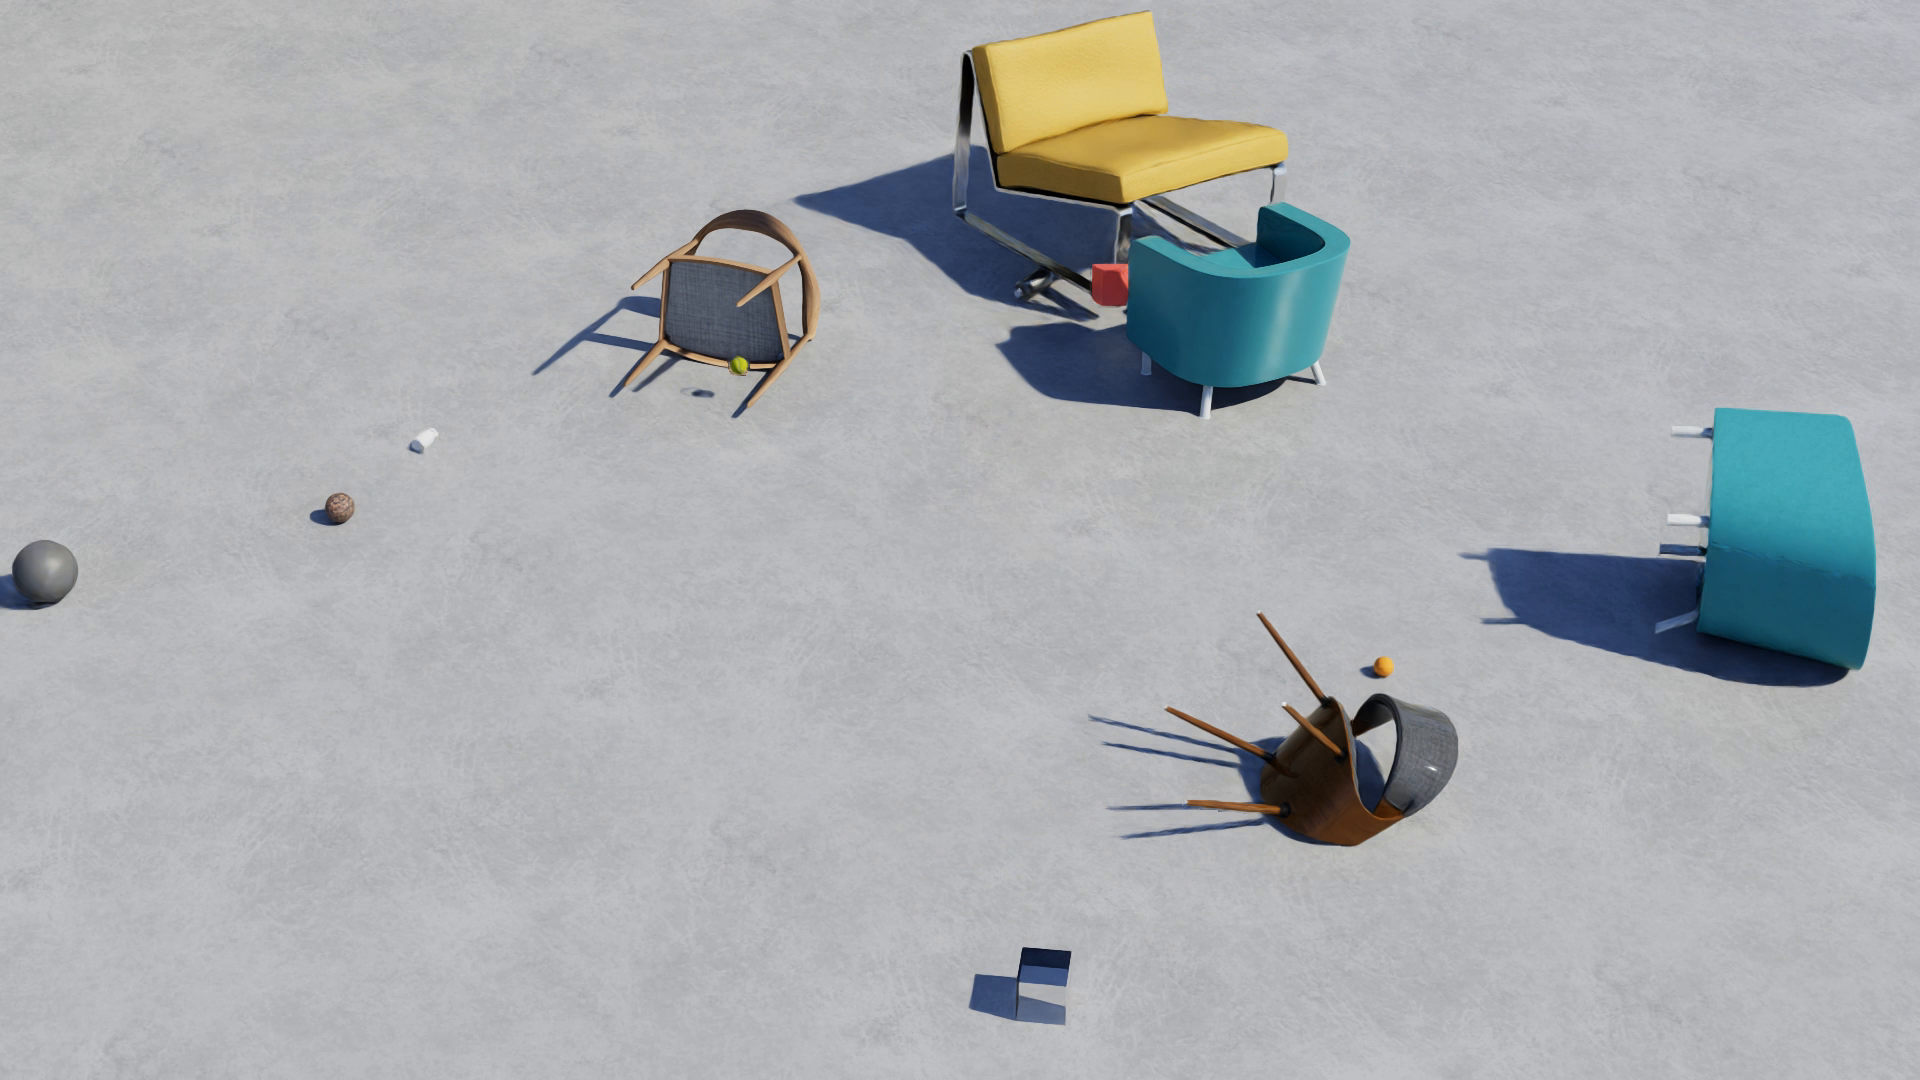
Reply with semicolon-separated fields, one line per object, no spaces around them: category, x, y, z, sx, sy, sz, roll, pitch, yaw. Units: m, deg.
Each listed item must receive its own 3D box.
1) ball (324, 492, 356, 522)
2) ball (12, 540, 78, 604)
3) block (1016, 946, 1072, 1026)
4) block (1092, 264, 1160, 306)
ball;-2.332;-0.123;11.028;0.113;0.113;0.113;0;33;0
ball;-3.297;0.113;10.565;0.228;0.228;0.228;0;33;0
block;0.251;1.335;8.778;0.149;0.155;0.158;4;34;6
block;0.675;-1.042;11.979;0.238;0.145;0.146;-2;16;-14
